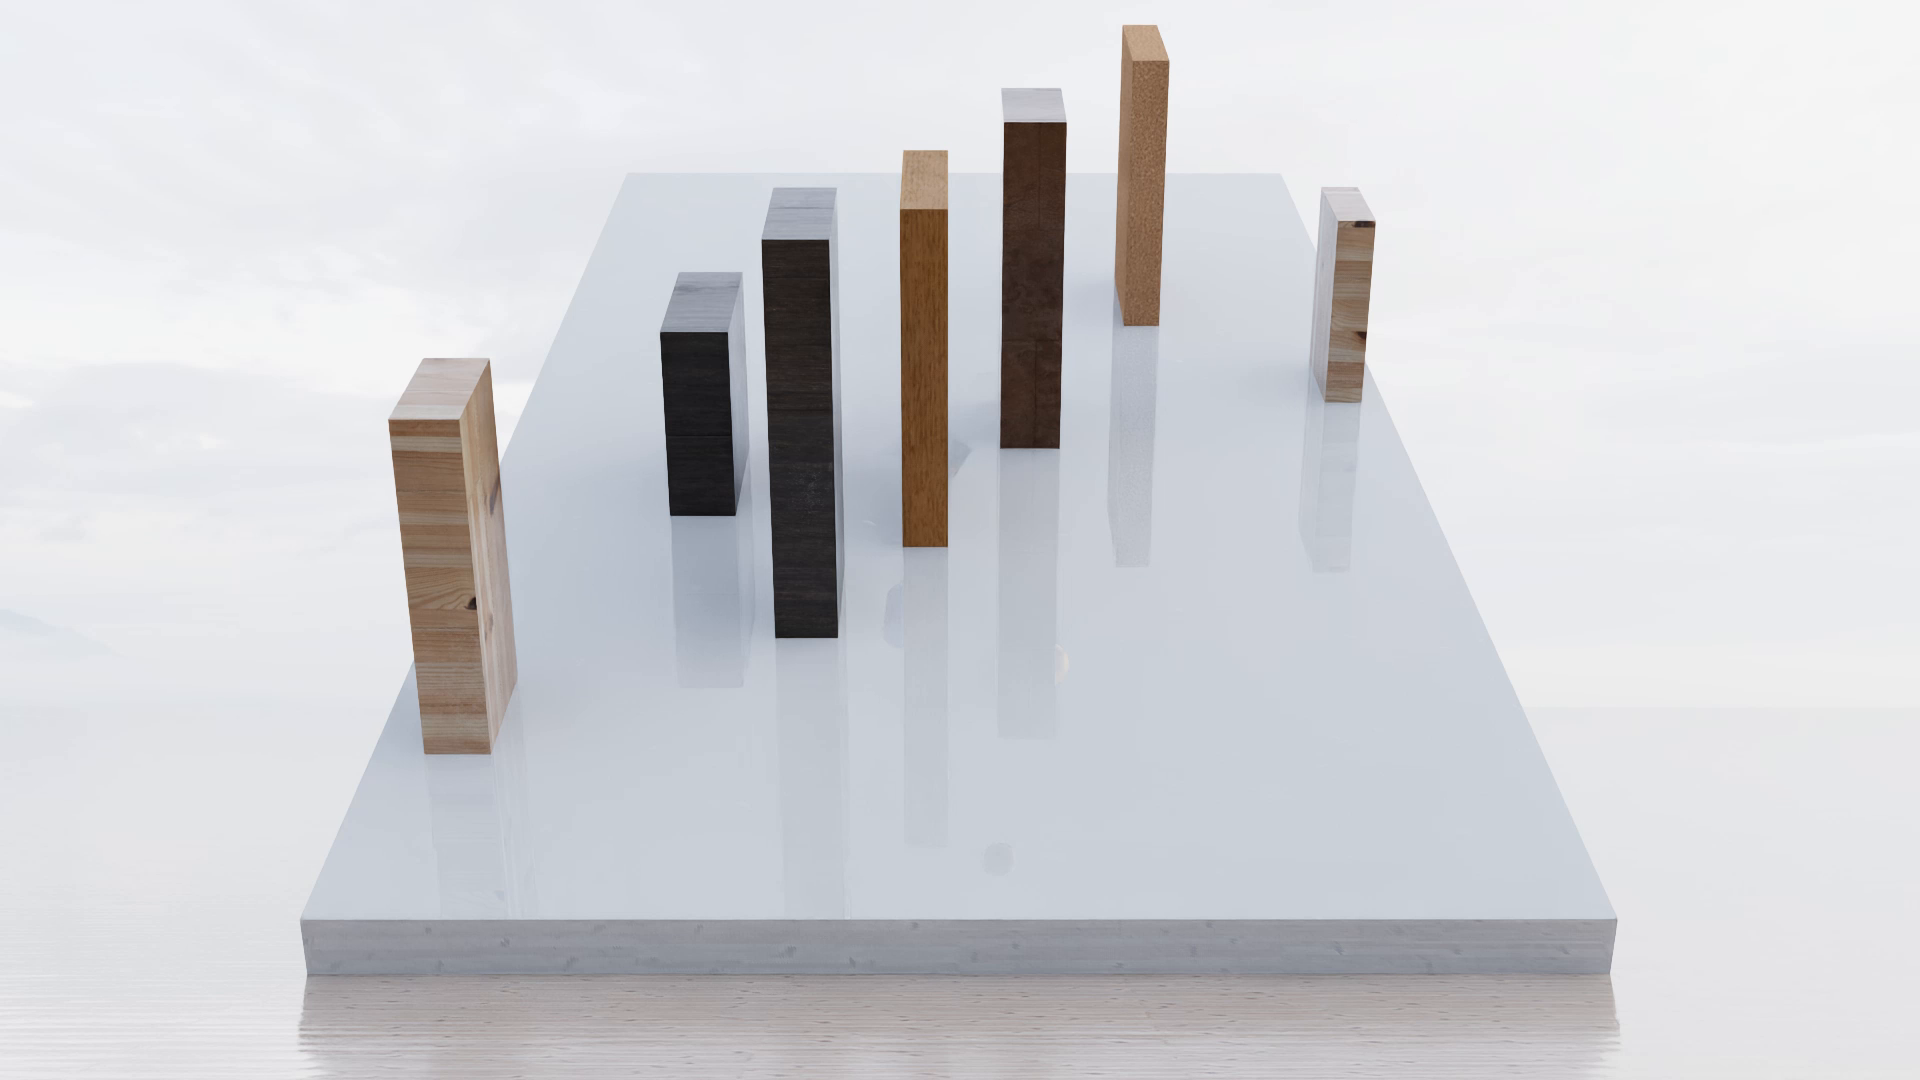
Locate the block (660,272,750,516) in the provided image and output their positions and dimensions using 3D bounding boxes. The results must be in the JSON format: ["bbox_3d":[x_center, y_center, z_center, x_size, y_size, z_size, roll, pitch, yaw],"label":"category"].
[{"bbox_3d":[-0.536,-0.314,4.967,0.137,0.407,0.375,0,25,0],"label":"block"}]

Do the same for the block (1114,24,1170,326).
[{"bbox_3d":[0.460,-0.931,5.968,0.089,0.678,0.385,0,25,0],"label":"block"}]

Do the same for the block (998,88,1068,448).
[{"bbox_3d":[0.156,-0.600,5.188,0.133,0.740,0.288,0,25,0],"label":"block"}]

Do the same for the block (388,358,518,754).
[{"bbox_3d":[-0.856,0.028,3.991,0.113,0.616,0.278,0,25,0],"label":"block"}]

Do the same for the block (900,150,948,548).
[{"bbox_3d":[-0.070,-0.394,4.783,0.092,0.710,0.408,0,25,0],"label":"block"}]

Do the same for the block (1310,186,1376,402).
[{"bbox_3d":[0.894,-0.576,5.493,0.086,0.441,0.264,0,25,0],"label":"block"}]

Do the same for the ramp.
[{"bbox_3d":[-0.009,-0.229,5.386,2.000,0.100,4.000,0,25,0],"label":"ramp"}]

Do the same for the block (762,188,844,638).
[{"bbox_3d":[-0.287,-0.234,4.363,0.118,0.778,0.312,0,25,0],"label":"block"}]
